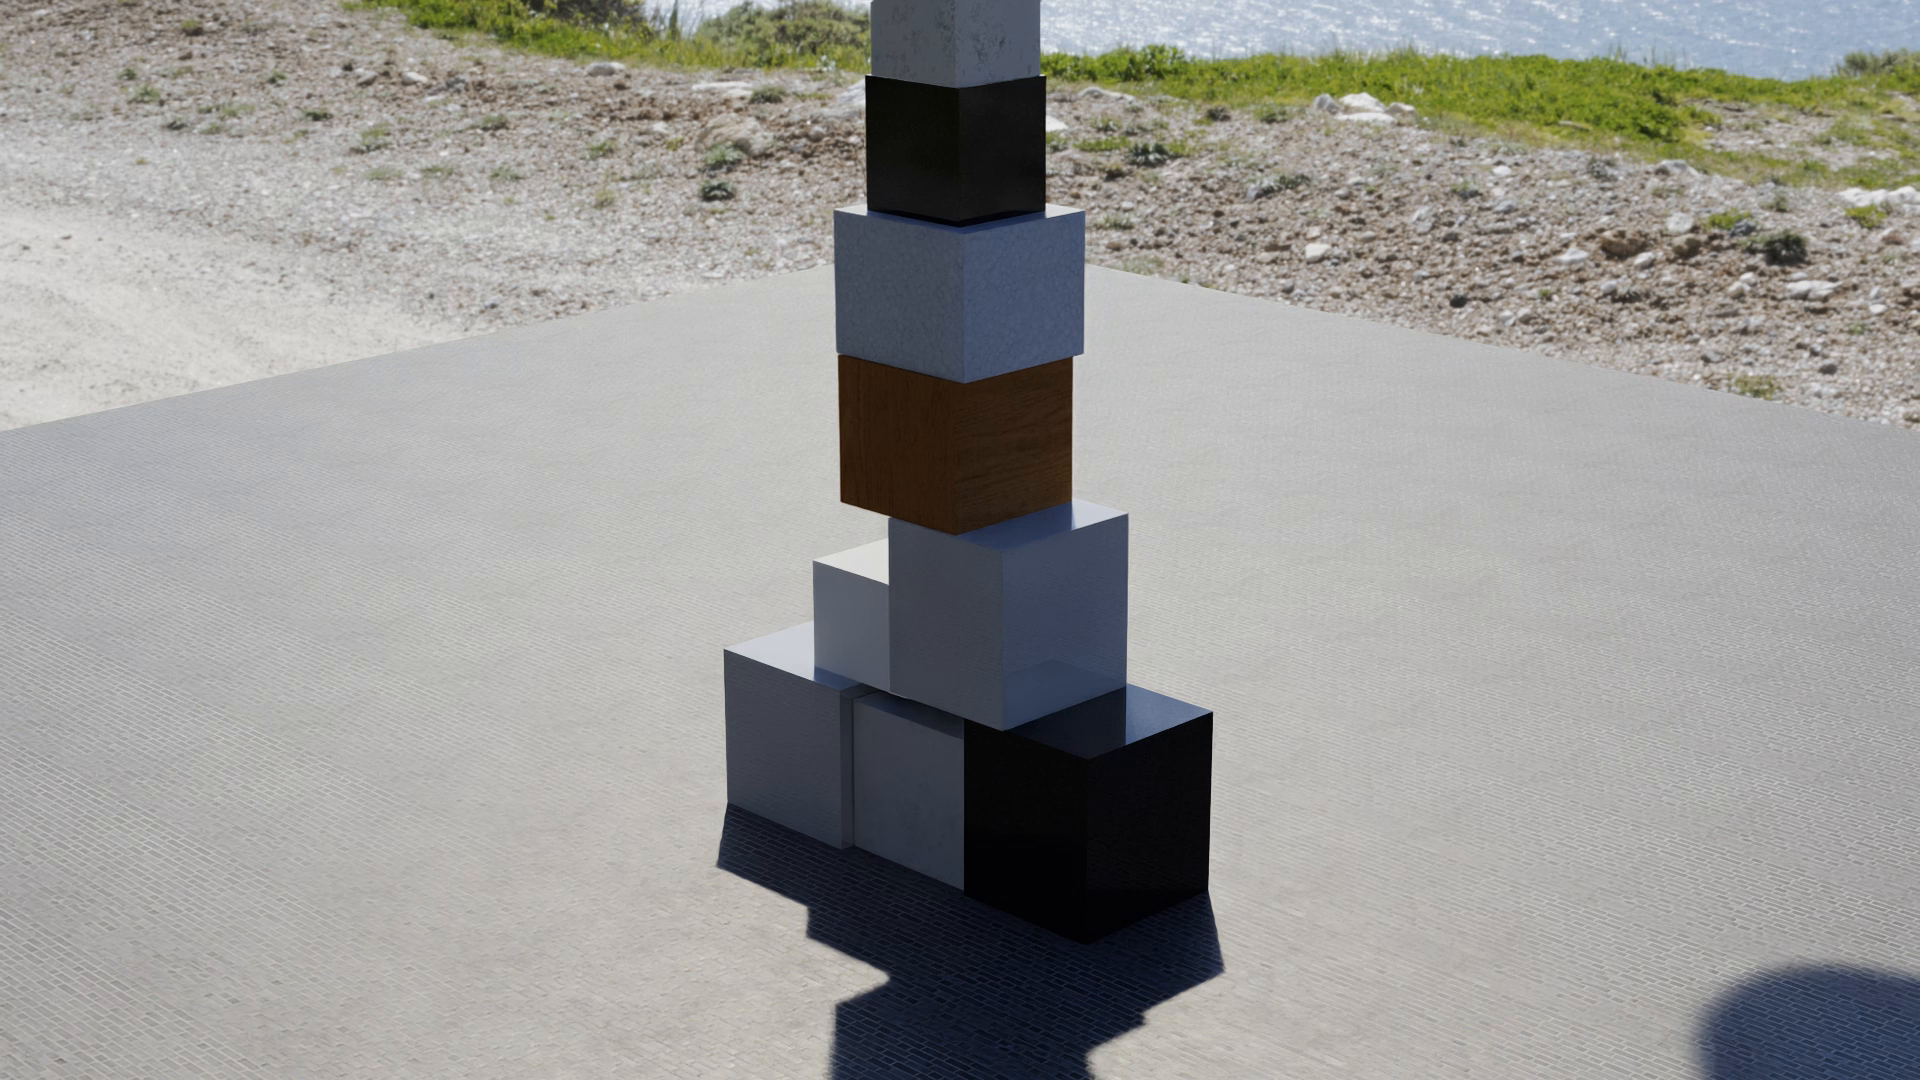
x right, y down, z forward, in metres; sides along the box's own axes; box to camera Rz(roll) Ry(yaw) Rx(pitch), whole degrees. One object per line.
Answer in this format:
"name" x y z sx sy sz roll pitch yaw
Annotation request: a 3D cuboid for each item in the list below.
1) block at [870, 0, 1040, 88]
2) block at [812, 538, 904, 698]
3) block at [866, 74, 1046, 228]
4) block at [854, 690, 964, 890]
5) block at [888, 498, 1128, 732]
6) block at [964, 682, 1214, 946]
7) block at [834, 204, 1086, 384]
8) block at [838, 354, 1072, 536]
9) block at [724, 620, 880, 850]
"block" -0.020 -2.310 12.623 0.519 0.615 0.517 -17 24 -42
"block" -0.266 0.351 13.708 0.557 0.524 0.632 -17 24 -42
"block" -0.018 -1.732 12.801 0.535 0.593 0.576 -17 24 -42
"block" 0.019 1.093 13.650 0.701 0.730 0.746 -17 24 -42
"block" 0.219 0.283 13.188 0.808 0.822 0.712 -17 24 -42
"block" 0.572 1.182 13.138 0.822 0.866 0.746 -17 24 -42
"block" -0.002 -1.143 12.997 0.756 0.648 0.810 -17 24 -42
"block" -0.019 -0.501 13.175 0.745 0.685 0.737 -17 24 -42
"block" -0.529 0.891 14.187 0.889 0.794 0.819 -17 24 -42
